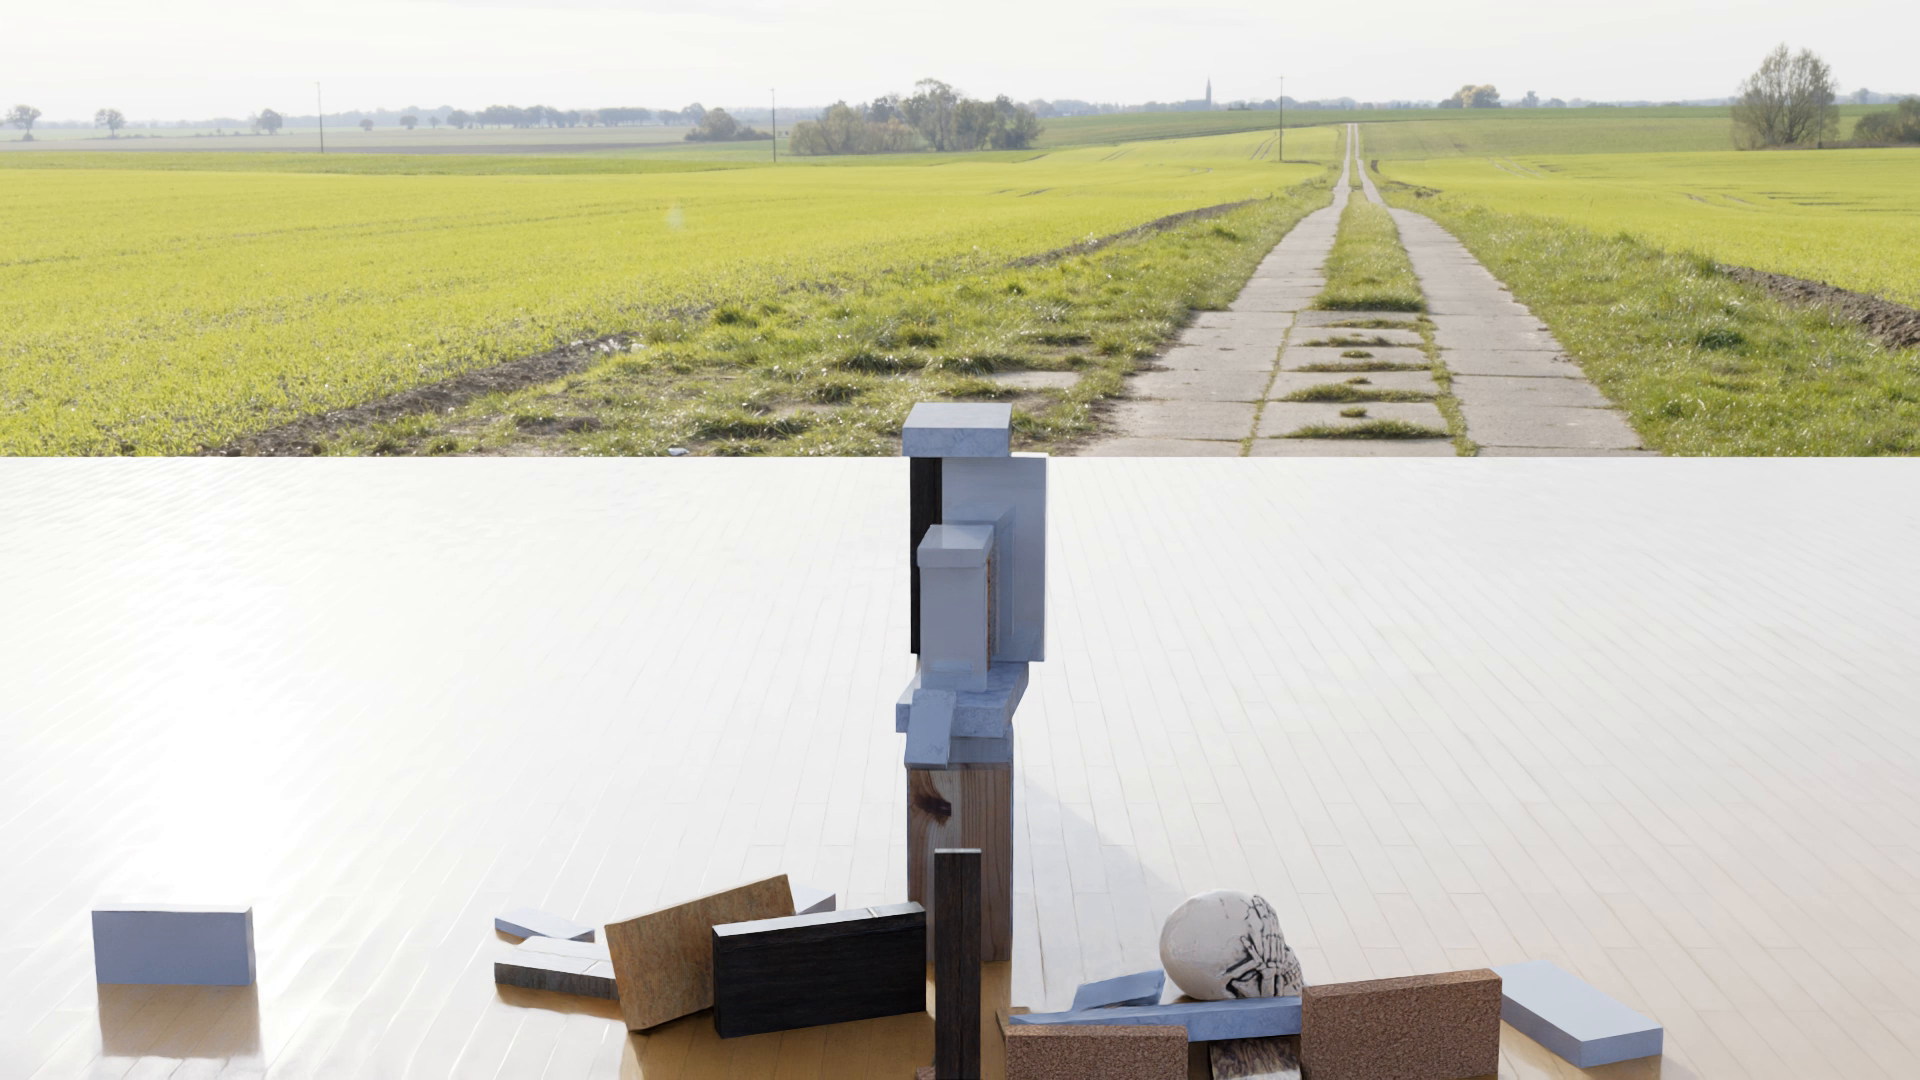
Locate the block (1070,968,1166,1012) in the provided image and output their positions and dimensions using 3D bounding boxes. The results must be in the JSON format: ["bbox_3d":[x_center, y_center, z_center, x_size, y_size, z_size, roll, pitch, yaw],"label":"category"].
[{"bbox_3d":[0.226,0.651,3.143,0.130,0.018,0.065,-16,18,21],"label":"block"}]

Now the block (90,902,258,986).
[{"bbox_3d":[-1.172,0.603,3.282,0.231,0.116,0.033,0,11,2],"label":"block"}]

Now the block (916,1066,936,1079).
[{"bbox_3d":[-0.020,0.725,2.900,0.057,0.016,0.114,-2,11,-12],"label":"block"}]

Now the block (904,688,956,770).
[{"bbox_3d":[-0.045,0.288,3.351,0.065,0.018,0.130,2,55,9],"label":"block"}]

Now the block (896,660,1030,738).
[{"bbox_3d":[0.008,0.247,3.549,0.167,0.047,0.335,2,11,9],"label":"block"}]

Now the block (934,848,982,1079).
[{"bbox_3d":[-0.003,0.570,2.742,0.057,0.378,0.016,0,9,0],"label":"block"}]

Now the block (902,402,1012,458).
[{"bbox_3d":[-0.001,-0.189,3.752,0.172,0.049,0.344,1,10,2],"label":"block"}]

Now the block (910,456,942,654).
[{"bbox_3d":[-0.002,0.007,3.899,0.172,0.390,0.049,0,11,0],"label":"block"}]

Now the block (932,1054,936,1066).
[{"bbox_3d":[-0.007,0.704,3.019,0.049,0.014,0.098,1,11,8],"label":"block"}]

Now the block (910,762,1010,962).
[{"bbox_3d":[0.000,0.493,3.363,0.152,0.303,0.043,0,11,-1],"label":"block"}]

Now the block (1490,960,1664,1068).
[{"bbox_3d":[0.856,0.671,3.130,0.136,0.039,0.272,-4,11,-21],"label":"block"}]

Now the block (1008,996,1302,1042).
[{"bbox_3d":[0.290,0.664,3.023,0.424,0.039,0.136,-1,-7,-14],"label":"block"}]

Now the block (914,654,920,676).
[{"bbox_3d":[-0.004,0.233,3.865,0.147,0.042,0.294,0,11,0],"label":"block"}]

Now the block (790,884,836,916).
[{"bbox_3d":[-0.311,0.603,3.509,0.116,0.033,0.231,6,12,30],"label":"block"}]

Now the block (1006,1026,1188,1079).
[{"bbox_3d":[0.176,0.686,2.833,0.231,0.116,0.033,0,11,0],"label":"block"}]

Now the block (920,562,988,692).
[{"bbox_3d":[-0.010,0.136,3.461,0.102,0.203,0.029,2,11,8],"label":"block"}]

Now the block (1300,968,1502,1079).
[{"bbox_3d":[0.590,0.656,2.941,0.272,0.136,0.039,-3,11,-14],"label":"block"}]

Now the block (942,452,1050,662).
[{"bbox_3d":[0.059,0.028,3.656,0.172,0.344,0.049,1,10,8],"label":"block"}]

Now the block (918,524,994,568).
[{"bbox_3d":[-0.006,0.009,3.508,0.102,0.029,0.203,1,11,5],"label":"block"}]

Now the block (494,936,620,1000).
[{"bbox_3d":[-0.567,0.642,3.298,0.231,0.033,0.116,4,11,19],"label":"block"}]

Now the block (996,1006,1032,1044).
[{"bbox_3d":[0.081,0.686,3.112,0.049,0.014,0.098,-1,11,-7],"label":"block"}]

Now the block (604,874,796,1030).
[{"bbox_3d":[-0.365,0.596,3.203,0.303,0.152,0.043,-10,-5,-43],"label":"block"}]

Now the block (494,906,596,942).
[{"bbox_3d":[-0.658,0.615,3.482,0.166,0.018,0.065,8,13,38],"label":"block"}]

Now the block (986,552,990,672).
[{"bbox_3d":[-0.002,0.111,3.592,0.102,0.203,0.029,1,9,3],"label":"block"}]

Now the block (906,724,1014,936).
[{"bbox_3d":[0.000,0.457,3.468,0.167,0.335,0.047,0,10,0],"label":"block"}]

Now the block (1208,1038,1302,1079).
[{"bbox_3d":[0.390,0.717,2.894,0.116,0.033,0.231,1,11,3],"label":"block"}]

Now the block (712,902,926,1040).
[{"bbox_3d":[-0.198,0.612,3.136,0.303,0.152,0.043,-4,11,-19],"label":"block"}]

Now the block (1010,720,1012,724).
[{"bbox_3d":[0.002,0.415,3.696,0.167,0.335,0.047,1,11,4],"label":"block"}]
